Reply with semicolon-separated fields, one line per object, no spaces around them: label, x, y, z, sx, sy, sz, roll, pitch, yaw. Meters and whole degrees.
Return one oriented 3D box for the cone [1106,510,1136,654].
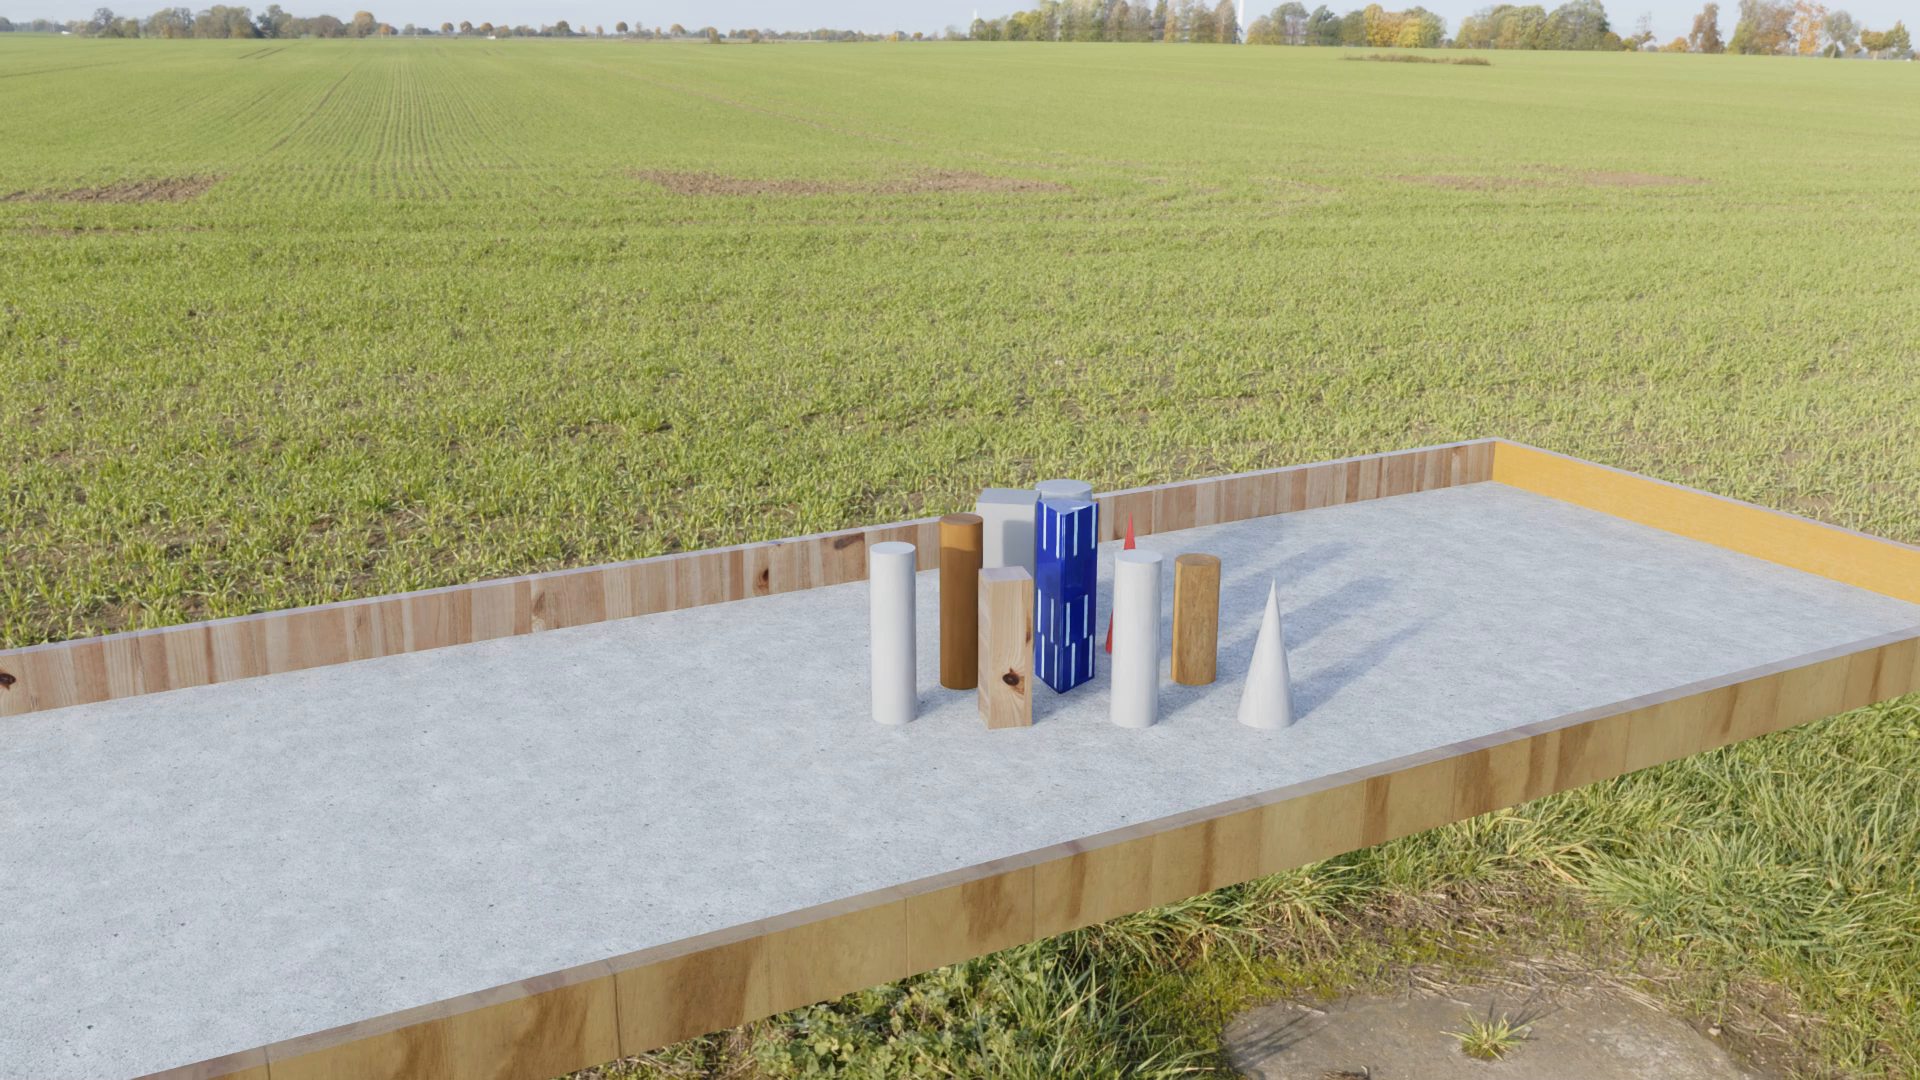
cone;0.441;0.105;4.315;0.113;0.386;0.113;0;16;0

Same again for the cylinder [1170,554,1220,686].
cylinder;0.590;0.198;4.127;0.112;0.312;0.112;0;16;0

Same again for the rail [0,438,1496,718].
rail;-3.305;0.497;3.399;12.000;0.150;0.050;-9;18;-27

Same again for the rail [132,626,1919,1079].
rail;-2.336;1.006;1.665;12.000;0.150;0.050;-9;18;-27

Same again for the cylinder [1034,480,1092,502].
cylinder;0.286;0.027;4.612;0.159;0.367;0.159;0;16;0

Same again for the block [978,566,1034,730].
block;0.106;0.252;3.858;0.105;0.361;0.105;-4;17;-12

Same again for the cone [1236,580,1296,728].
cone;0.728;0.253;3.870;0.142;0.351;0.142;0;16;0

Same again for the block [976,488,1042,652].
block;0.128;0.081;4.361;0.152;0.406;0.152;3;17;9

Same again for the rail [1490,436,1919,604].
rail;2.466;-0.048;5.253;0.050;0.150;2.100;-9;18;-27

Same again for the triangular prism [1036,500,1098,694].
triangular prism;0.243;0.132;4.092;0.127;0.458;0.147;13;21;37

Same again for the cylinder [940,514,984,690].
cylinder;0.003;0.153;4.081;0.107;0.425;0.107;0;16;0

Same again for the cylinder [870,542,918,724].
cylinder;-0.156;0.219;3.869;0.107;0.418;0.107;0;16;0

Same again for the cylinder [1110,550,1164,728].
cylinder;0.412;0.231;3.853;0.112;0.404;0.112;0;16;0
